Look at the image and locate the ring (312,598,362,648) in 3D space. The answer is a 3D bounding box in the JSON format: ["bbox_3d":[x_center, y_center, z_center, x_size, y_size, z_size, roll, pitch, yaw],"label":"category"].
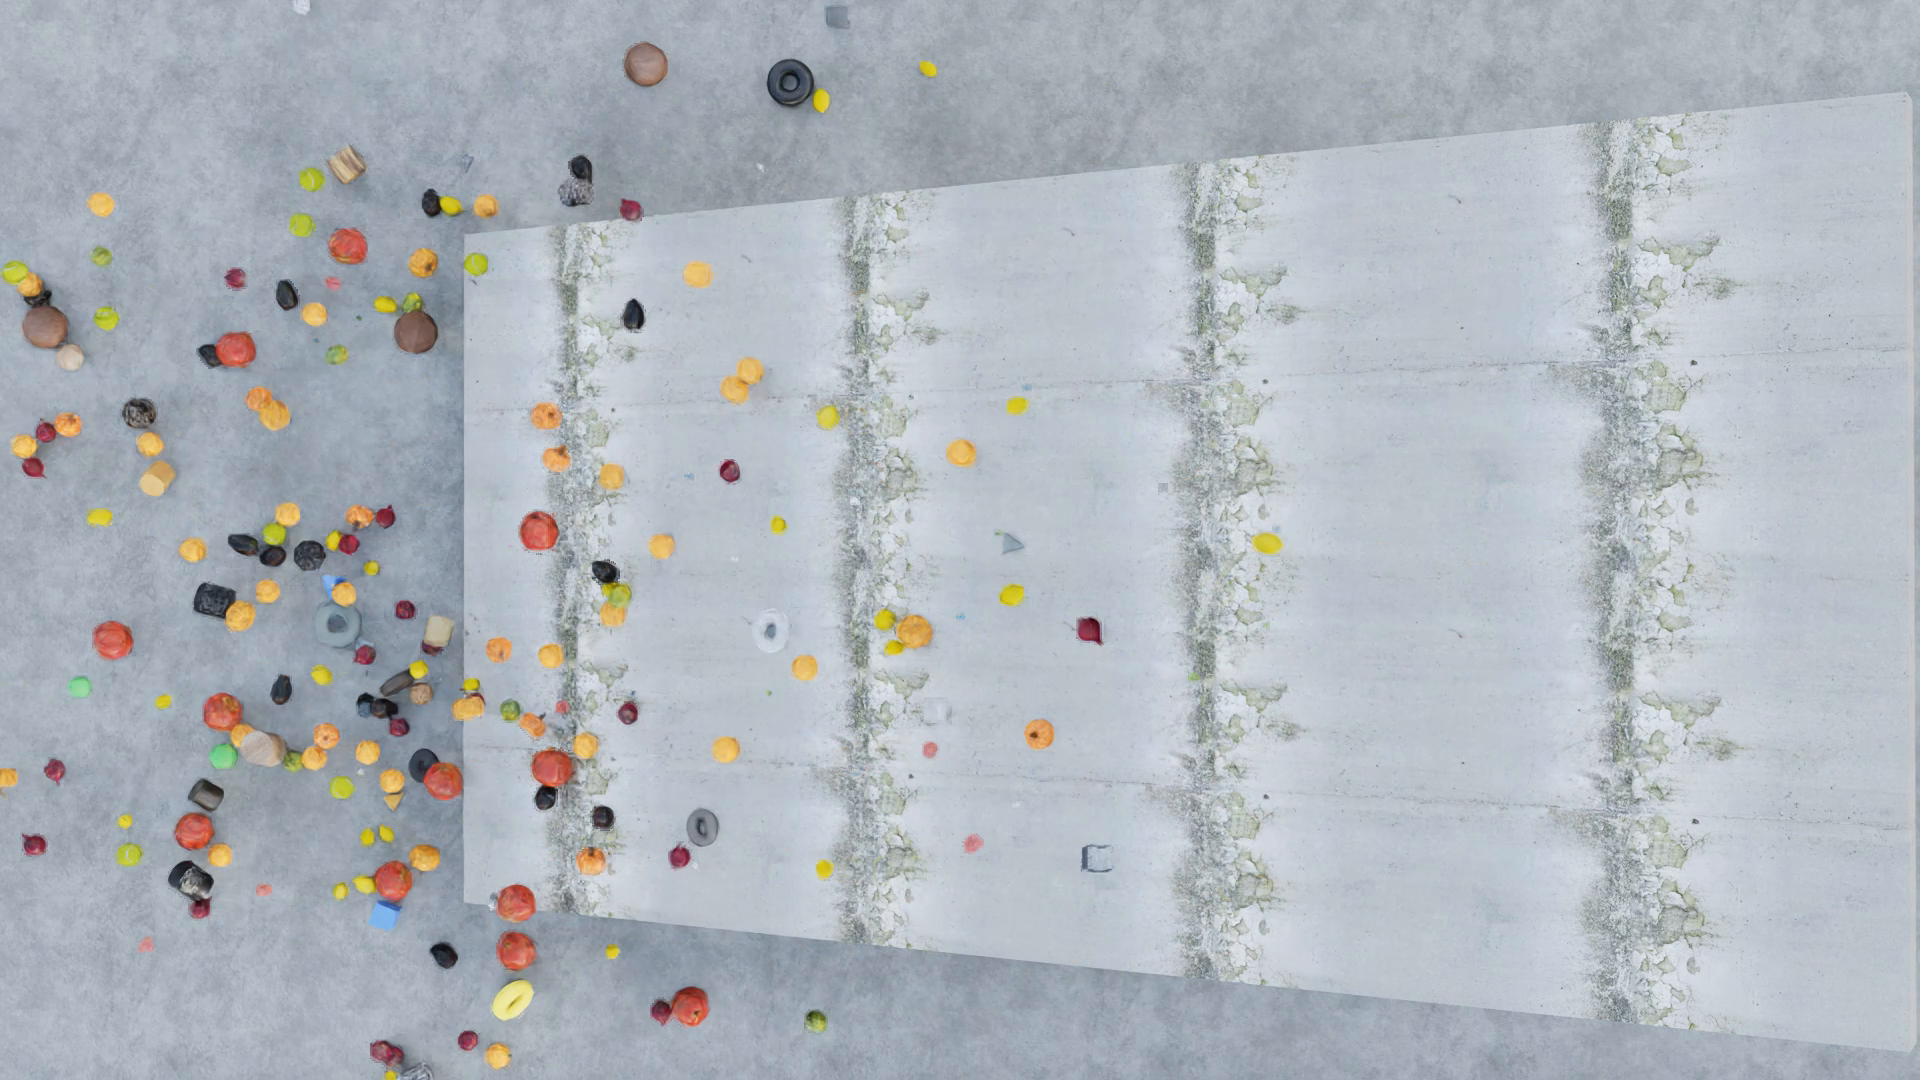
[{"bbox_3d":[-1.881,0.252,6.645,0.149,0.050,0.149,0,89,-1],"label":"ring"}]

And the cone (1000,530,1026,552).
[{"bbox_3d":[0.141,0.013,5.627,0.059,0.059,0.059,16,89,14],"label":"cone"}]

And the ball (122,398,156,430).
[{"bbox_3d":[-2.474,-0.381,6.628,0.095,0.095,0.095,0,89,0],"label":"ball"}]

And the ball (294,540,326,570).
[{"bbox_3d":[-1.892,0.045,6.394,0.090,0.090,0.090,0,89,0],"label":"ball"}]

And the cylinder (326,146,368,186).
[{"bbox_3d":[-1.846,-1.130,6.630,0.087,0.087,0.087,-33,90,3],"label":"cylinder"}]

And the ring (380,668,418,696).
[{"bbox_3d":[-1.683,0.427,6.600,0.122,0.122,0.041,-32,88,0],"label":"ring"}]

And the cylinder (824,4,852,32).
[{"bbox_3d":[-0.370,-1.580,6.653,0.066,0.066,0.066,-11,89,14],"label":"cylinder"}]

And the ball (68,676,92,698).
[{"bbox_3d":[-2.656,0.443,6.636,0.063,0.063,0.063,0,89,0],"label":"ball"}]

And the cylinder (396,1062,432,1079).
[{"bbox_3d":[-1.632,1.633,6.603,0.096,0.096,0.096,-25,85,0],"label":"cylinder"}]

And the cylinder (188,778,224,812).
[{"bbox_3d":[-2.265,0.767,6.610,0.075,0.075,0.075,39,90,-30],"label":"cylinder"}]

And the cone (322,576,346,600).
[{"bbox_3d":[-1.892,0.149,6.624,0.071,0.071,0.071,3,79,0],"label":"cone"}]

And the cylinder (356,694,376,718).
[{"bbox_3d":[-1.790,0.499,6.630,0.053,0.053,0.053,-8,119,-14],"label":"cylinder"}]

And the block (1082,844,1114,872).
[{"bbox_3d":[0.344,0.793,5.482,0.061,0.061,0.061,0,90,30],"label":"block"}]

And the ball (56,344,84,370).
[{"bbox_3d":[-2.686,-0.552,6.636,0.083,0.083,0.083,0,89,0],"label":"ball"}]

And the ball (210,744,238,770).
[{"bbox_3d":[-2.219,0.653,6.627,0.078,0.078,0.078,0,89,0],"label":"ball"}]

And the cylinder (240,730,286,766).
[{"bbox_3d":[-2.091,0.627,6.606,0.099,0.099,0.099,-2,79,9],"label":"cylinder"}]

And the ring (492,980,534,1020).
[{"bbox_3d":[-1.342,1.380,6.598,0.046,0.137,0.137,37,89,30],"label":"ring"}]

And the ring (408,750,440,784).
[{"bbox_3d":[-1.618,0.683,6.637,0.104,0.035,0.104,-2,83,22],"label":"ring"}]

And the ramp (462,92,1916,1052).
[{"bbox_3d":[0.269,0.074,5.625,4.000,0.100,2.000,0,89,30],"label":"ramp"}]

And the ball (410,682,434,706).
[{"bbox_3d":[-1.623,0.464,6.627,0.069,0.069,0.069,0,89,0],"label":"ball"}]

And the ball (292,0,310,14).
[{"bbox_3d":[-1.994,-1.619,6.662,0.052,0.052,0.052,0,89,0],"label":"ball"}]

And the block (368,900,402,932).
[{"bbox_3d":[-1.733,1.132,6.628,0.066,0.066,0.066,22,89,0],"label":"block"}]

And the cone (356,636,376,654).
[{"bbox_3d":[-1.794,0.317,6.655,0.054,0.054,0.054,2,89,-24],"label":"cone"}]

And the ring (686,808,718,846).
[{"bbox_3d":[-0.715,0.799,6.111,0.104,0.035,0.104,0,90,31],"label":"ring"}]

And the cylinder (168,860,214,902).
[{"bbox_3d":[-2.297,1.017,6.566,0.090,0.090,0.090,-36,134,0],"label":"cylinder"}]

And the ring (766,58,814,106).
[{"bbox_3d":[-0.514,-1.386,6.662,0.143,0.048,0.143,0,91,2],"label":"ring"}]

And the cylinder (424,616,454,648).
[{"bbox_3d":[-1.546,0.271,6.525,0.076,0.076,0.076,10,72,0],"label":"cylinder"}]

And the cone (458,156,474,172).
[{"bbox_3d":[-1.496,-1.133,6.656,0.051,0.051,0.051,-1,88,0],"label":"cone"}]

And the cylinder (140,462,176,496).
[{"bbox_3d":[-2.415,-0.185,6.619,0.077,0.077,0.077,4,123,6],"label":"cylinder"}]

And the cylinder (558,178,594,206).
[{"bbox_3d":[-1.131,-1.024,6.489,0.074,0.074,0.074,0,89,32],"label":"cylinder"}]

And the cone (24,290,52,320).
[{"bbox_3d":[-2.780,-0.700,6.660,0.084,0.084,0.084,-10,116,0],"label":"cone"}]

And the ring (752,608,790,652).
[{"bbox_3d":[-0.514,0.247,5.997,0.121,0.040,0.121,-1,88,30],"label":"ring"}]
